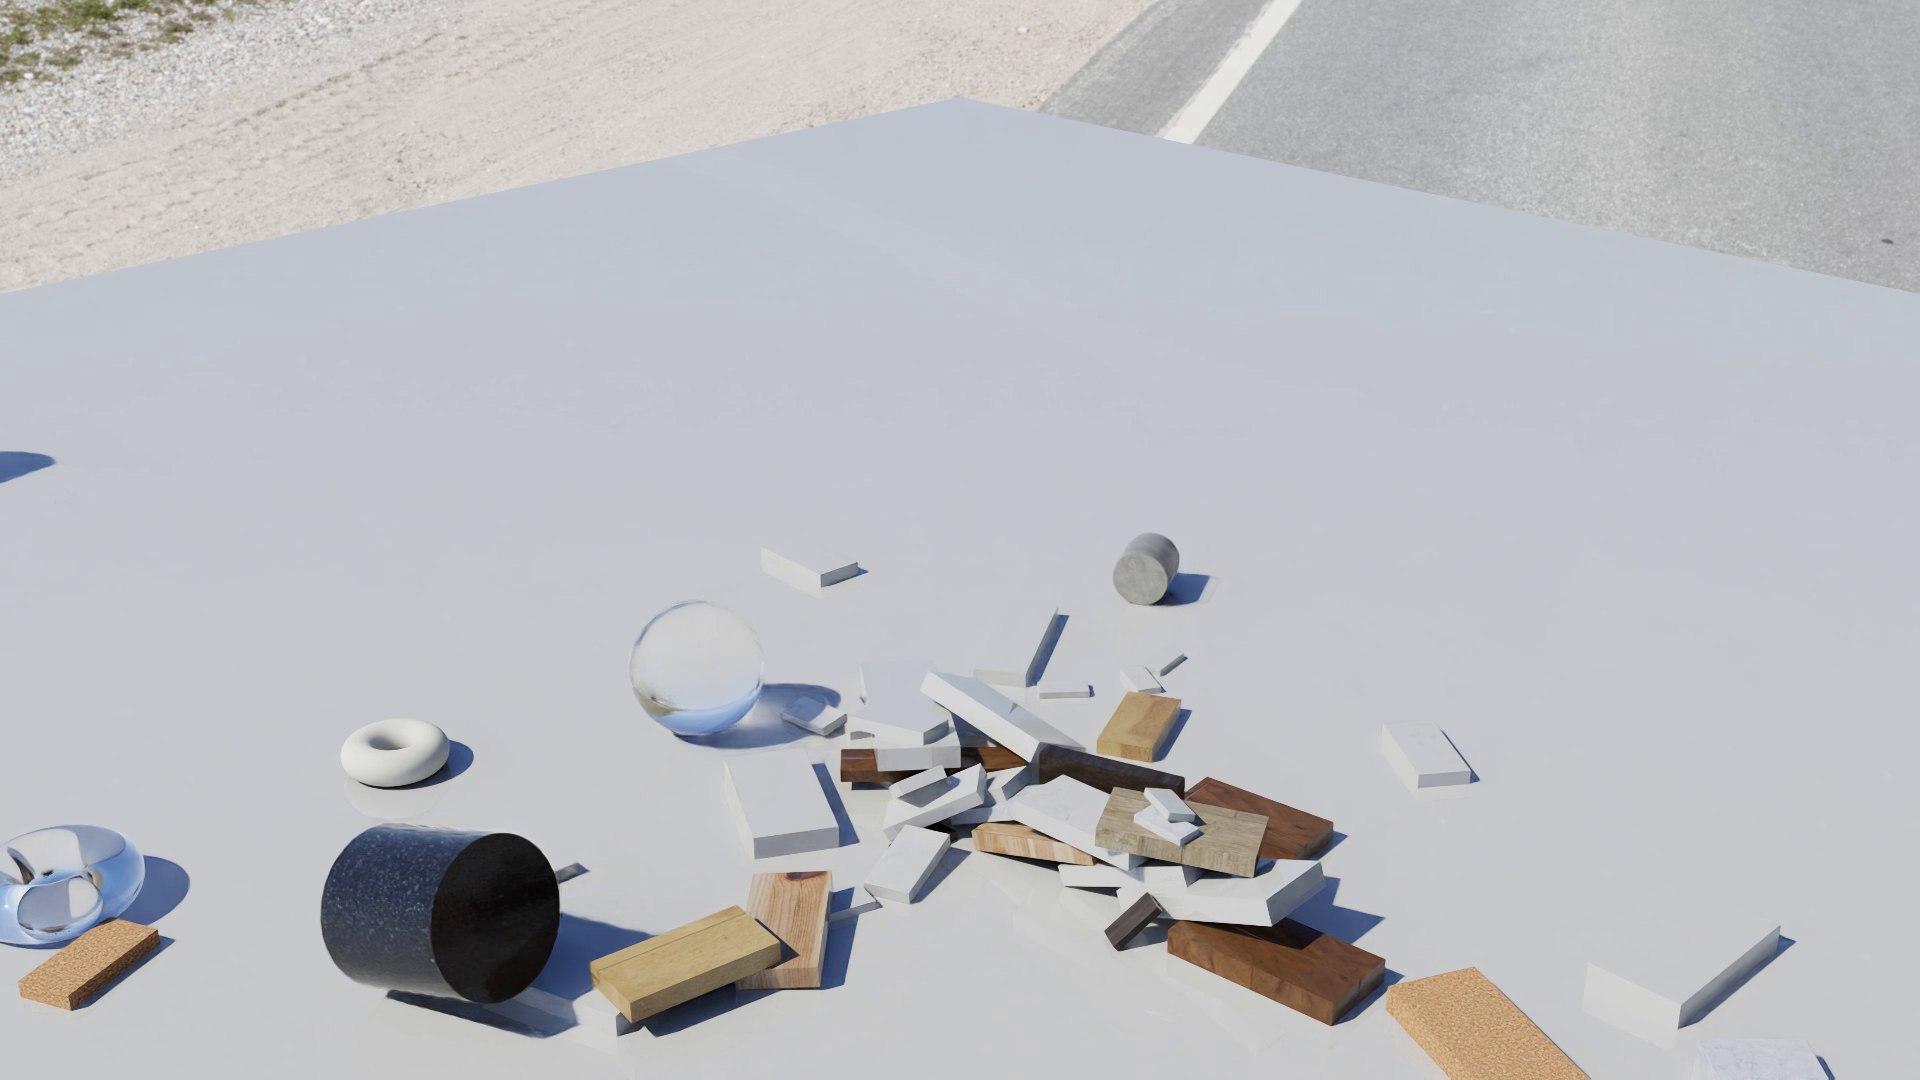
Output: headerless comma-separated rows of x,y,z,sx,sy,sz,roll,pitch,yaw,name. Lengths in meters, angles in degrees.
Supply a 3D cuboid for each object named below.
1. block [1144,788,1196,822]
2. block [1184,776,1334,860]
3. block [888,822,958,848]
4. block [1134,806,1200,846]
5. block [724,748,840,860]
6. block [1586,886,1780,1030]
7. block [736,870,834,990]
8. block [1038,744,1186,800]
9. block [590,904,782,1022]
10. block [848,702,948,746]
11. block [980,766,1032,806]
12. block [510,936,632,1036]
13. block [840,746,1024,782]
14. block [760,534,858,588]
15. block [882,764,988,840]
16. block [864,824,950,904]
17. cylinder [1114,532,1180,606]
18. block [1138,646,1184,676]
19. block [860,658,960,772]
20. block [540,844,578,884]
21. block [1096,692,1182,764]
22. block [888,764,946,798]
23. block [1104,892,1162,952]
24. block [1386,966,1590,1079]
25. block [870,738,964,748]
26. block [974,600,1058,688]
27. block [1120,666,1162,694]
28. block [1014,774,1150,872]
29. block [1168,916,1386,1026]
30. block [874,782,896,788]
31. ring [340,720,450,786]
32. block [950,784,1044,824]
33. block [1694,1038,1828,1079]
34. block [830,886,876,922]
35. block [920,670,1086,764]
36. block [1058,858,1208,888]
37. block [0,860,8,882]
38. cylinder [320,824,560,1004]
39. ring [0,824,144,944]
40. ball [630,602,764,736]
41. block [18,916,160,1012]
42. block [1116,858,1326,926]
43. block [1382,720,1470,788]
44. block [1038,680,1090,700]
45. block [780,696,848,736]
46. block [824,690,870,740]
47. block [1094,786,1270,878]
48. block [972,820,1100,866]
0.388,0.490,4.070,0.054,0.015,0.109,7,16,-22,block
0.576,0.563,4.381,0.295,0.042,0.148,17,29,35,block
-0.073,0.595,4.335,0.064,0.018,0.129,19,30,38,block
0.378,0.522,4.030,0.109,0.015,0.054,25,33,38,block
-0.364,0.529,4.452,0.169,0.048,0.338,-6,24,-14,block
1.298,0.744,3.942,0.358,0.051,0.179,-21,31,-40,block
-0.318,0.708,4.007,0.149,0.042,0.297,-3,26,3,block
0.299,0.511,4.366,0.295,0.148,0.042,11,26,25,block
-0.480,0.739,3.850,0.297,0.042,0.148,-17,28,-32,block
-0.129,0.381,4.567,0.190,0.027,0.095,10,19,32,block
0.030,0.504,4.424,0.211,0.030,0.105,-15,11,36,block
-0.681,0.777,3.876,0.297,0.042,0.149,12,26,26,block
-0.058,0.465,4.564,0.378,0.026,0.093,-1,23,-1,block
-0.384,0.052,5.595,0.121,0.034,0.242,-20,30,-38,block
-0.049,0.521,4.368,0.211,0.030,0.105,-24,21,16,block
-0.101,0.622,4.227,0.095,0.027,0.190,10,33,22,block
0.460,0.071,5.419,0.137,0.137,0.137,7,24,17,cylinder
0.465,0.281,5.079,0.056,0.016,0.112,15,27,31,block
-0.113,0.371,4.739,0.169,0.048,0.545,-2,16,-6,block
-0.837,0.643,4.211,0.185,0.026,0.093,-20,30,-38,block
0.389,0.403,4.766,0.121,0.034,0.242,8,24,18,block
-0.086,0.485,4.411,0.095,0.027,0.190,-21,-6,-10,block
0.316,0.696,4.014,0.109,0.015,0.054,-43,27,4,block
0.884,0.848,3.700,0.174,0.049,0.347,-8,24,-19,block
-0.090,0.443,4.684,0.185,0.026,0.093,17,29,35,block
0.134,0.240,5.151,0.121,0.034,0.384,5,24,12,block
0.409,0.319,4.987,0.056,0.016,0.112,-7,24,-15,block
0.256,0.535,4.178,0.286,0.041,0.143,20,30,40,block
0.564,0.745,3.941,0.347,0.049,0.174,19,29,37,block
-0.115,0.500,4.558,0.129,0.018,0.064,18,29,36,block
-1.186,0.445,4.619,0.224,0.075,0.224,0,22,0,ring
0.085,0.525,4.371,0.211,0.030,0.105,-12,10,47,block
1.320,0.925,3.515,0.179,0.051,0.358,0,23,0,block
-0.230,0.686,4.122,0.129,0.018,0.064,-12,26,-26,block
0.090,0.380,4.663,0.338,0.048,0.169,30,10,38,block
0.343,0.607,4.158,0.286,0.041,0.143,-7,14,40,block
-1.897,0.627,4.257,0.071,0.020,0.141,-14,27,-29,block
-0.897,0.641,3.802,0.287,0.287,0.287,-2,18,37,cylinder
-1.694,0.641,4.114,0.322,0.107,0.322,-1,24,0,ring
-0.566,0.277,4.737,0.290,0.290,0.290,0,23,0,ball
-1.557,0.756,3.938,0.113,0.032,0.226,9,25,20,block
0.477,0.640,4.038,0.347,0.049,0.174,-5,14,45,block
0.985,0.452,4.655,0.113,0.032,0.226,-3,23,-8,block
0.232,0.336,4.948,0.112,0.016,0.056,-1,23,-3,block
-0.319,0.384,4.802,0.141,0.020,0.071,17,37,43,block
-0.237,0.384,4.830,0.071,0.020,0.188,-8,24,-19,block
0.411,0.539,4.065,0.295,0.042,0.148,10,26,14,block
0.180,0.570,4.281,0.286,0.041,0.143,1,19,39,block
